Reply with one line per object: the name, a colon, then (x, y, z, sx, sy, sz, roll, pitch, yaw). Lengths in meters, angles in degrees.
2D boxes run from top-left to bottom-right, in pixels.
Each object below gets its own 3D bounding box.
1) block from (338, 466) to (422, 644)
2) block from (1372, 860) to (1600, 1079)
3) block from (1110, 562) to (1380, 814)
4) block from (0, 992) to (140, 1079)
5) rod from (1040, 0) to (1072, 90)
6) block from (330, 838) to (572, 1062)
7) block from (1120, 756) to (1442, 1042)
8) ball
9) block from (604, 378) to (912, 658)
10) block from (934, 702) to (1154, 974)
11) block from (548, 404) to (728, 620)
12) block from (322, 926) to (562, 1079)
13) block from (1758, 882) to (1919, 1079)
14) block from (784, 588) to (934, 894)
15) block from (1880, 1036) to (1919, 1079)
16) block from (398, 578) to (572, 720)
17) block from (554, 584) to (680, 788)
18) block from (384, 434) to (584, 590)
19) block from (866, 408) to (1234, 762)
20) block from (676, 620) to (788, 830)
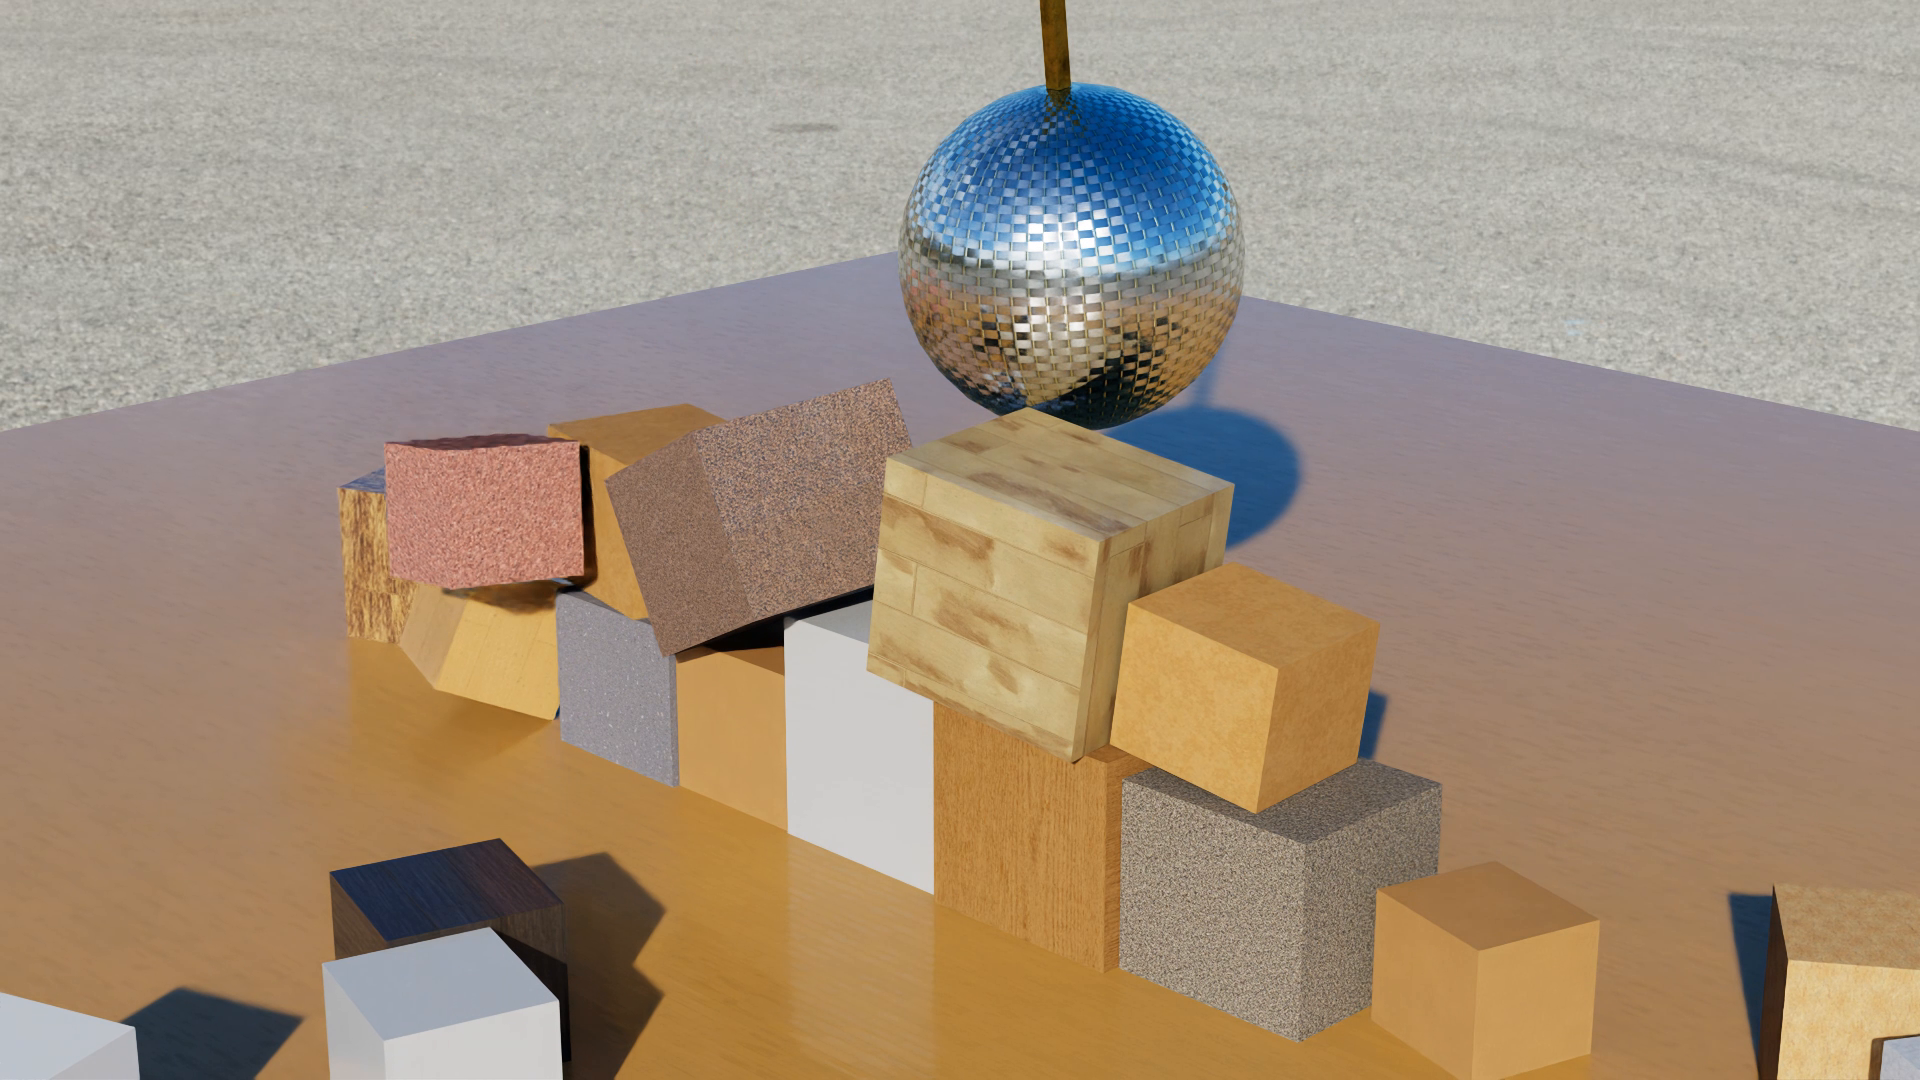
block: (-2.936, 0.070, 16.657, 0.827, 0.879, 0.774, 7, 19, 22)
block: (2.112, 1.739, 11.833, 0.601, 0.587, 0.659, -9, 20, -27)
block: (1.188, 0.602, 12.259, 0.767, 0.656, 0.724, 24, 29, 36)
block: (-3.392, 2.119, 10.437, 0.665, 0.698, 0.664, 8, 19, 25)
rod: (0.222, -4.429, 12.182, 0.080, 5.200, 0.080, 17, 31, 42)
block: (-2.047, 1.709, 11.766, 0.723, 0.684, 0.739, -9, 20, -27)
block: (1.345, 1.422, 12.370, 0.905, 0.869, 0.977, -17, 24, -42)
ball: (0.511, -1.296, 13.471, 1.600, 1.600, 1.600, 0, 17, 0)
block: (-0.874, -0.099, 13.852, 1.073, 0.900, 1.035, -17, -2, -31)
block: (0.619, 1.166, 13.032, 1.050, 0.960, 1.032, -17, 24, -42)
block: (-1.509, -0.160, 14.830, 0.807, 0.784, 0.906, -11, 21, -31)
block: (-1.942, 1.958, 11.023, 0.667, 0.655, 0.726, -9, 20, -28)
block: (3.526, 1.837, 11.217, 0.811, 0.769, 0.712, 3, 18, 10)
block: (-0.114, 0.876, 13.732, 0.967, 1.095, 1.020, -17, 24, -42)
block: (3.755, 2.158, 10.473, 0.706, 0.602, 0.620, -5, 18, -14)
block: (-2.431, 0.422, 15.453, 0.676, 0.716, 0.747, 18, 7, -29)
block: (-1.383, 0.633, 14.973, 0.985, 0.815, 0.900, -17, 24, -42)
block: (-2.345, -0.154, 14.444, 0.717, 0.663, 0.687, -6, 8, -35)
block: (0.382, 0.165, 12.668, 1.121, 1.006, 0.986, 22, 28, 33)
block: (-0.762, 0.826, 14.409, 0.944, 0.784, 0.818, -17, 24, -42)
